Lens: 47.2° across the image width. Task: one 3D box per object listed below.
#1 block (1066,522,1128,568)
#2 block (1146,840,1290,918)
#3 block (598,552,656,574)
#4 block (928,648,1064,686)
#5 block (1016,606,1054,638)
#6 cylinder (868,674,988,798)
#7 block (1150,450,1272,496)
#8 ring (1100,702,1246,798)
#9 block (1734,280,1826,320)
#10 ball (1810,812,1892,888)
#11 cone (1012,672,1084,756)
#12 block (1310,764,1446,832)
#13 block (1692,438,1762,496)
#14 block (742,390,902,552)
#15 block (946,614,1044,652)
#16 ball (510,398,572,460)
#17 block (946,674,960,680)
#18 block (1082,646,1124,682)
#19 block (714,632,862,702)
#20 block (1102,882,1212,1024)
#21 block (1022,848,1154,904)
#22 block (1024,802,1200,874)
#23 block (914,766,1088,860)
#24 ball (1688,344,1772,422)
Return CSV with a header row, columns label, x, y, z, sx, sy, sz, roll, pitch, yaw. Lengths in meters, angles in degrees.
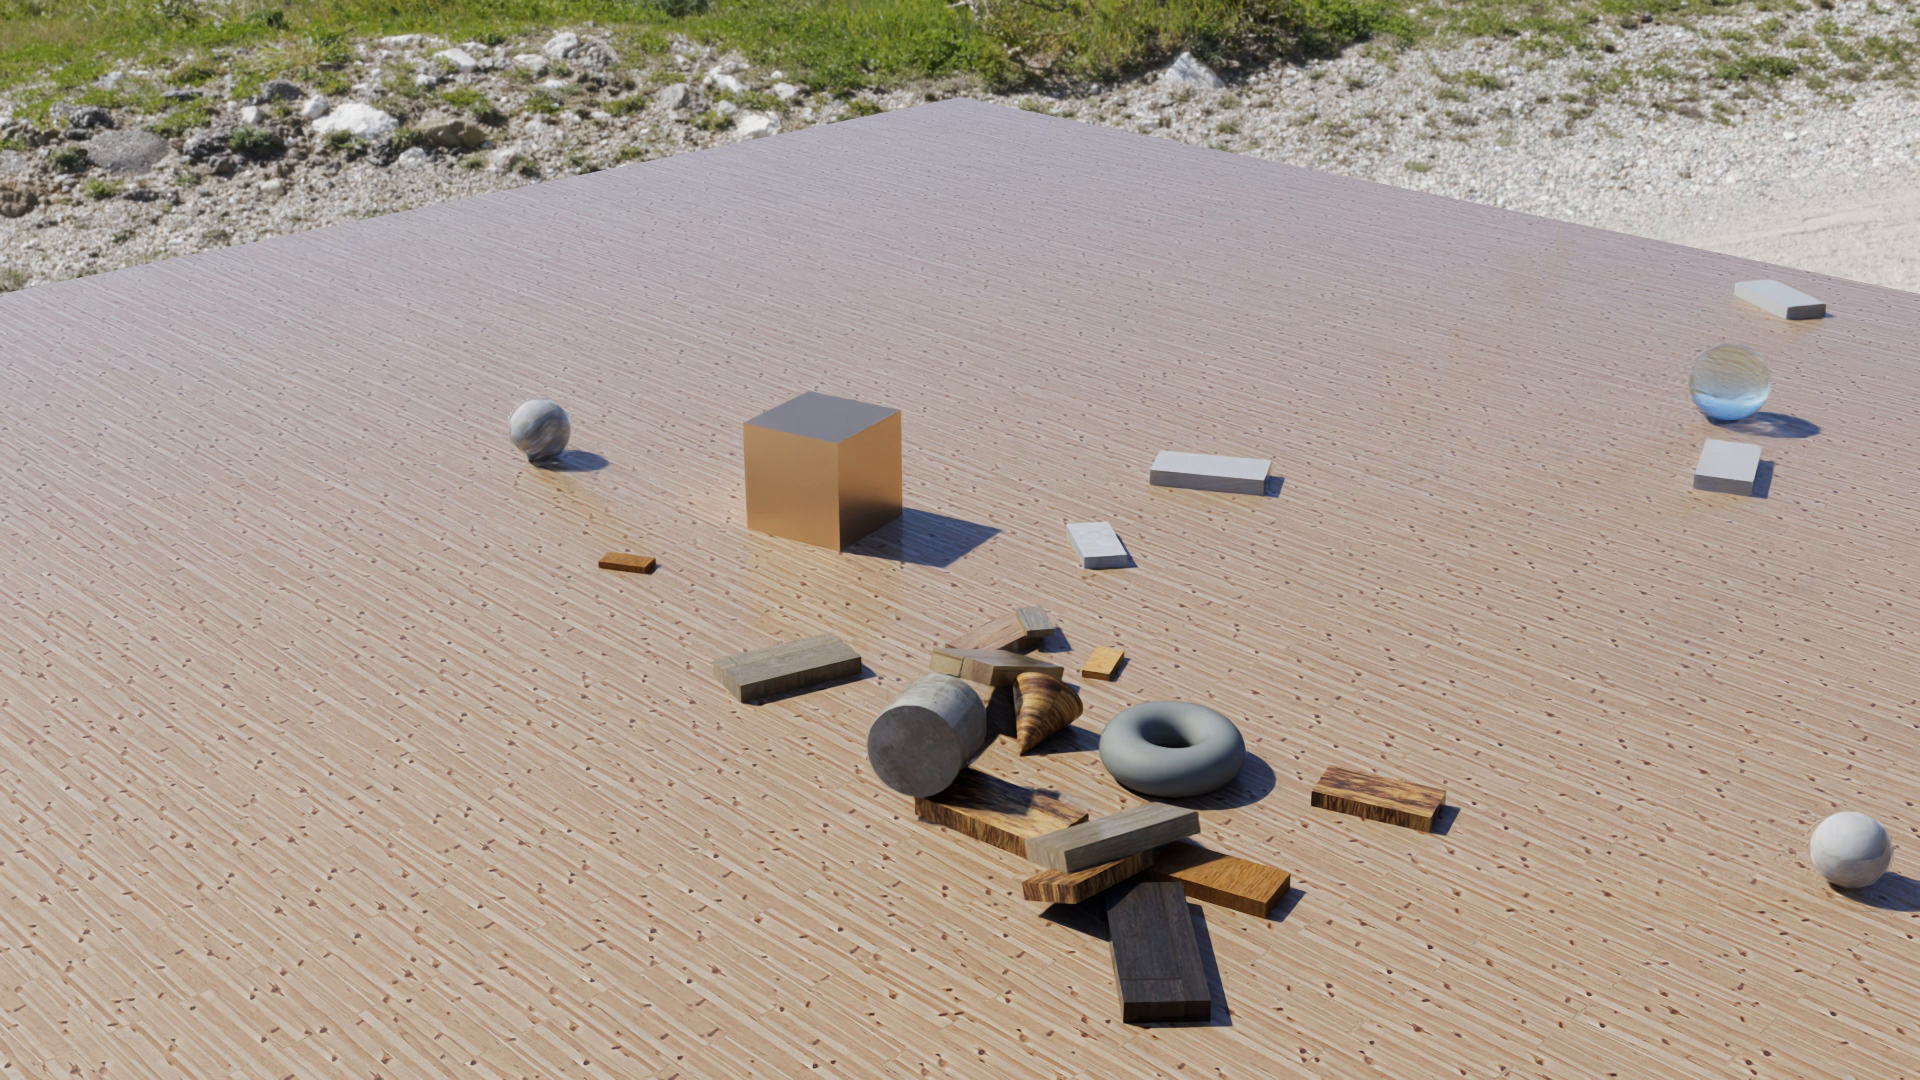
label,x,y,z,sx,sy,sz,roll,pitch,yaw
block,0.353,0.012,5.692,0.112,0.032,0.223,-4,23,-8
block,0.492,0.645,4.195,0.246,0.035,0.123,13,26,27
block,-0.848,0.058,5.601,0.130,0.018,0.065,7,24,16
block,0.084,0.283,4.883,0.158,0.045,0.317,15,4,31
block,0.176,0.193,5.202,0.065,0.018,0.130,-4,23,-10
cylinder,-0.064,0.396,4.475,0.195,0.195,0.195,7,17,15
block,0.701,-0.189,6.148,0.317,0.045,0.158,6,24,14
ring,0.444,0.436,4.605,0.306,0.102,0.306,0,24,0
block,2.867,-0.844,7.693,0.154,0.044,0.308,-6,24,-14
ball,1.695,0.590,4.185,0.145,0.145,0.145,0,23,0
cone,0.158,0.401,4.721,0.166,0.166,0.166,11,52,24
block,0.852,0.526,4.477,0.246,0.035,0.123,11,25,24
block,2.162,-0.205,6.189,0.154,0.044,0.308,9,25,21
block,-0.360,-0.186,5.819,0.298,0.298,0.298,13,26,29
block,0.082,0.236,5.164,0.112,0.032,0.223,19,30,38
ball,-1.199,-0.317,6.287,0.173,0.173,0.173,0,23,0
block,-0.063,0.382,4.717,0.032,0.112,0.223,10,25,23
block,0.330,0.285,5.066,0.065,0.018,0.130,8,24,18
block,-0.394,0.289,5.025,0.302,0.043,0.151,-13,26,-27
block,0.349,0.738,3.966,0.151,0.043,0.384,-1,23,-2
block,0.243,0.629,4.150,0.123,0.035,0.246,-4,8,42
block,0.295,0.572,4.239,0.302,0.043,0.151,-12,7,-27
block,0.082,0.549,4.410,0.317,0.045,0.158,17,28,35
ball,2.300,-0.471,6.572,0.233,0.233,0.233,0,23,0
